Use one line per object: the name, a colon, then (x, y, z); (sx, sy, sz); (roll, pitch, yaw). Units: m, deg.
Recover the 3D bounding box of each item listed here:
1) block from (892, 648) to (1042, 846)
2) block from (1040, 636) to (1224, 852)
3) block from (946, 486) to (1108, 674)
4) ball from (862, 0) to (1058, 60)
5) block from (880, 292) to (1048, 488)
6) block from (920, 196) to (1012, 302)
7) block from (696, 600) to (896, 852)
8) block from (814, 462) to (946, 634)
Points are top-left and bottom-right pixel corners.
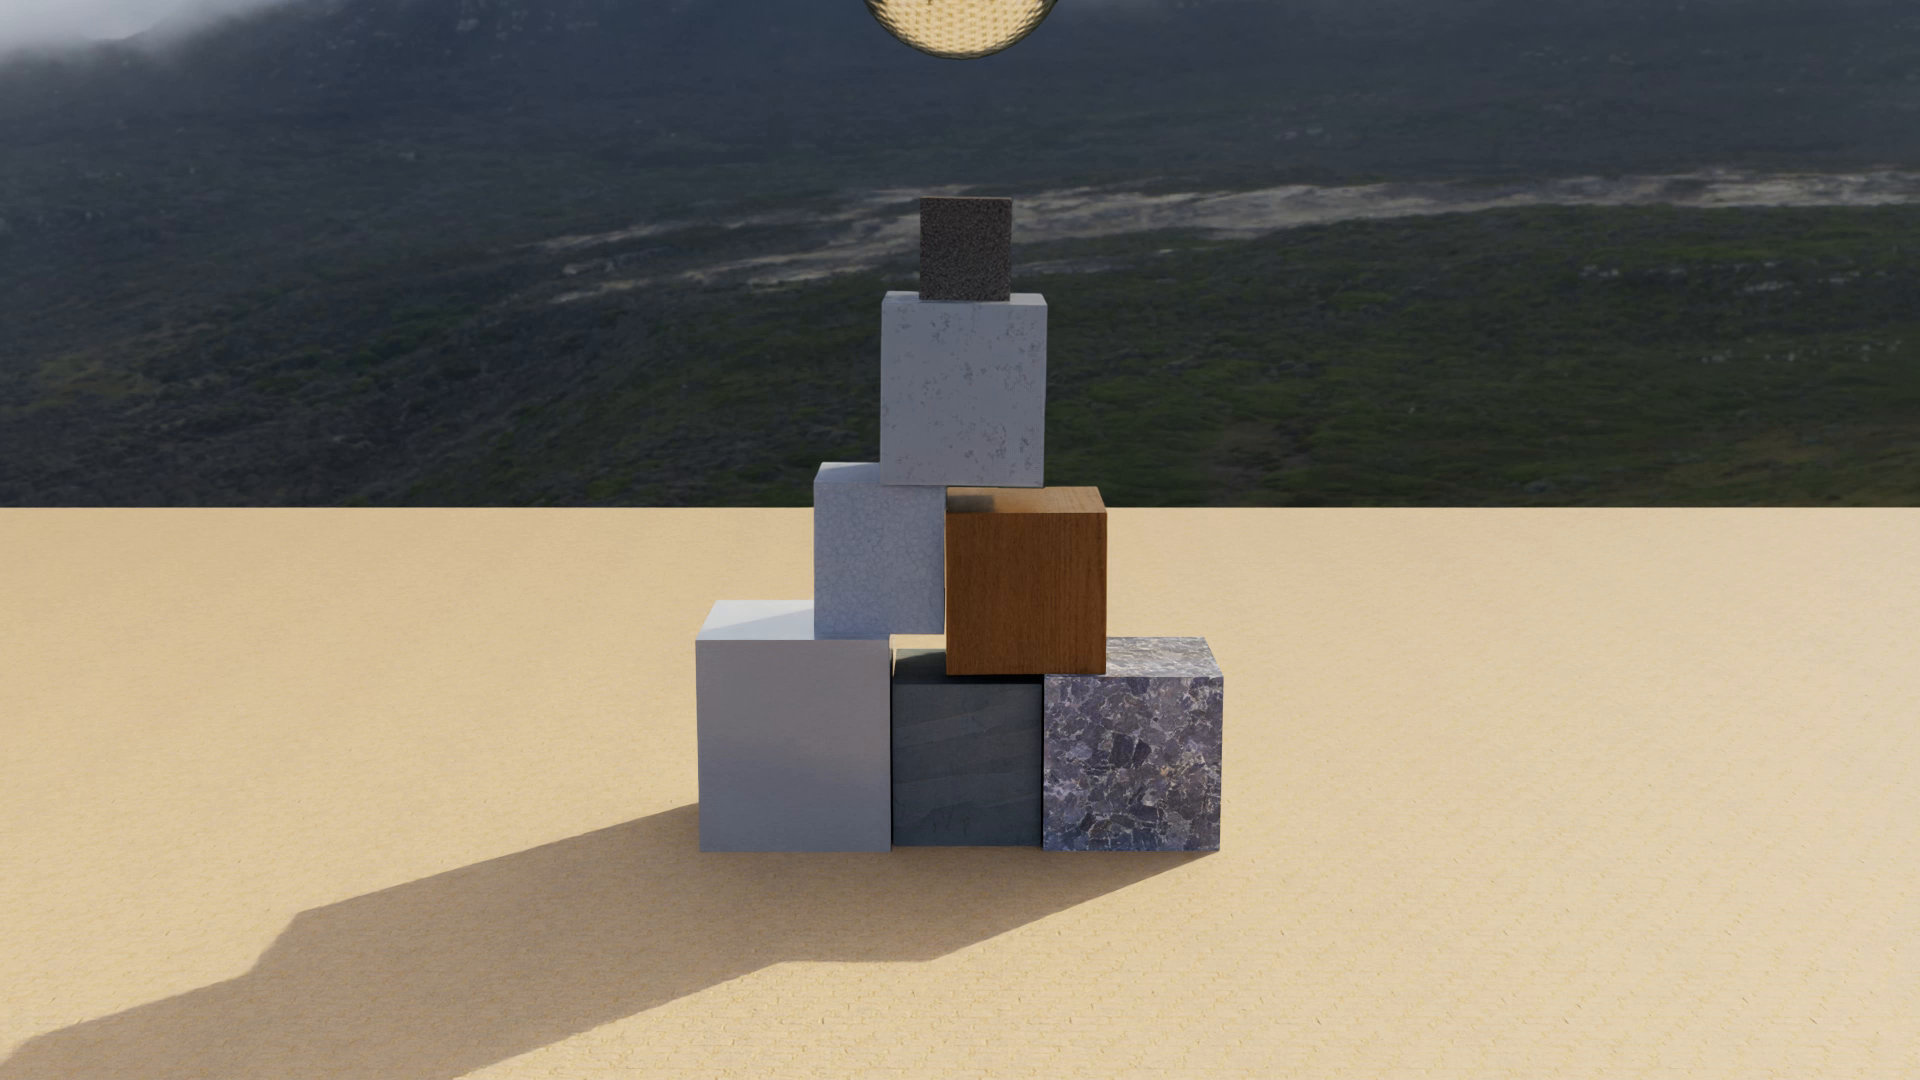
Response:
block: (0.035, 1.060, 11.392); (0.743, 0.838, 0.787); (0, 10, 0)
block: (0.859, 1.036, 11.360); (0.884, 0.896, 0.887); (0, 10, 0)
block: (0.327, 0.193, 11.230); (0.792, 0.810, 0.820); (0, 10, 0)
ball: (0.000, -4.232, 15.650); (1.600, 1.600, 1.600); (0, 10, 0)
block: (0.015, -0.772, 11.033); (0.796, 0.883, 0.816); (1, 10, 0)
block: (0.026, -1.453, 10.936); (0.446, 0.494, 0.400); (1, 10, 0)
block: (-0.823, 0.939, 11.365); (0.955, 1.085, 0.958); (0, 10, 0)
block: (-0.397, 0.033, 11.183); (0.647, 0.763, 0.670); (1, 10, 0)
